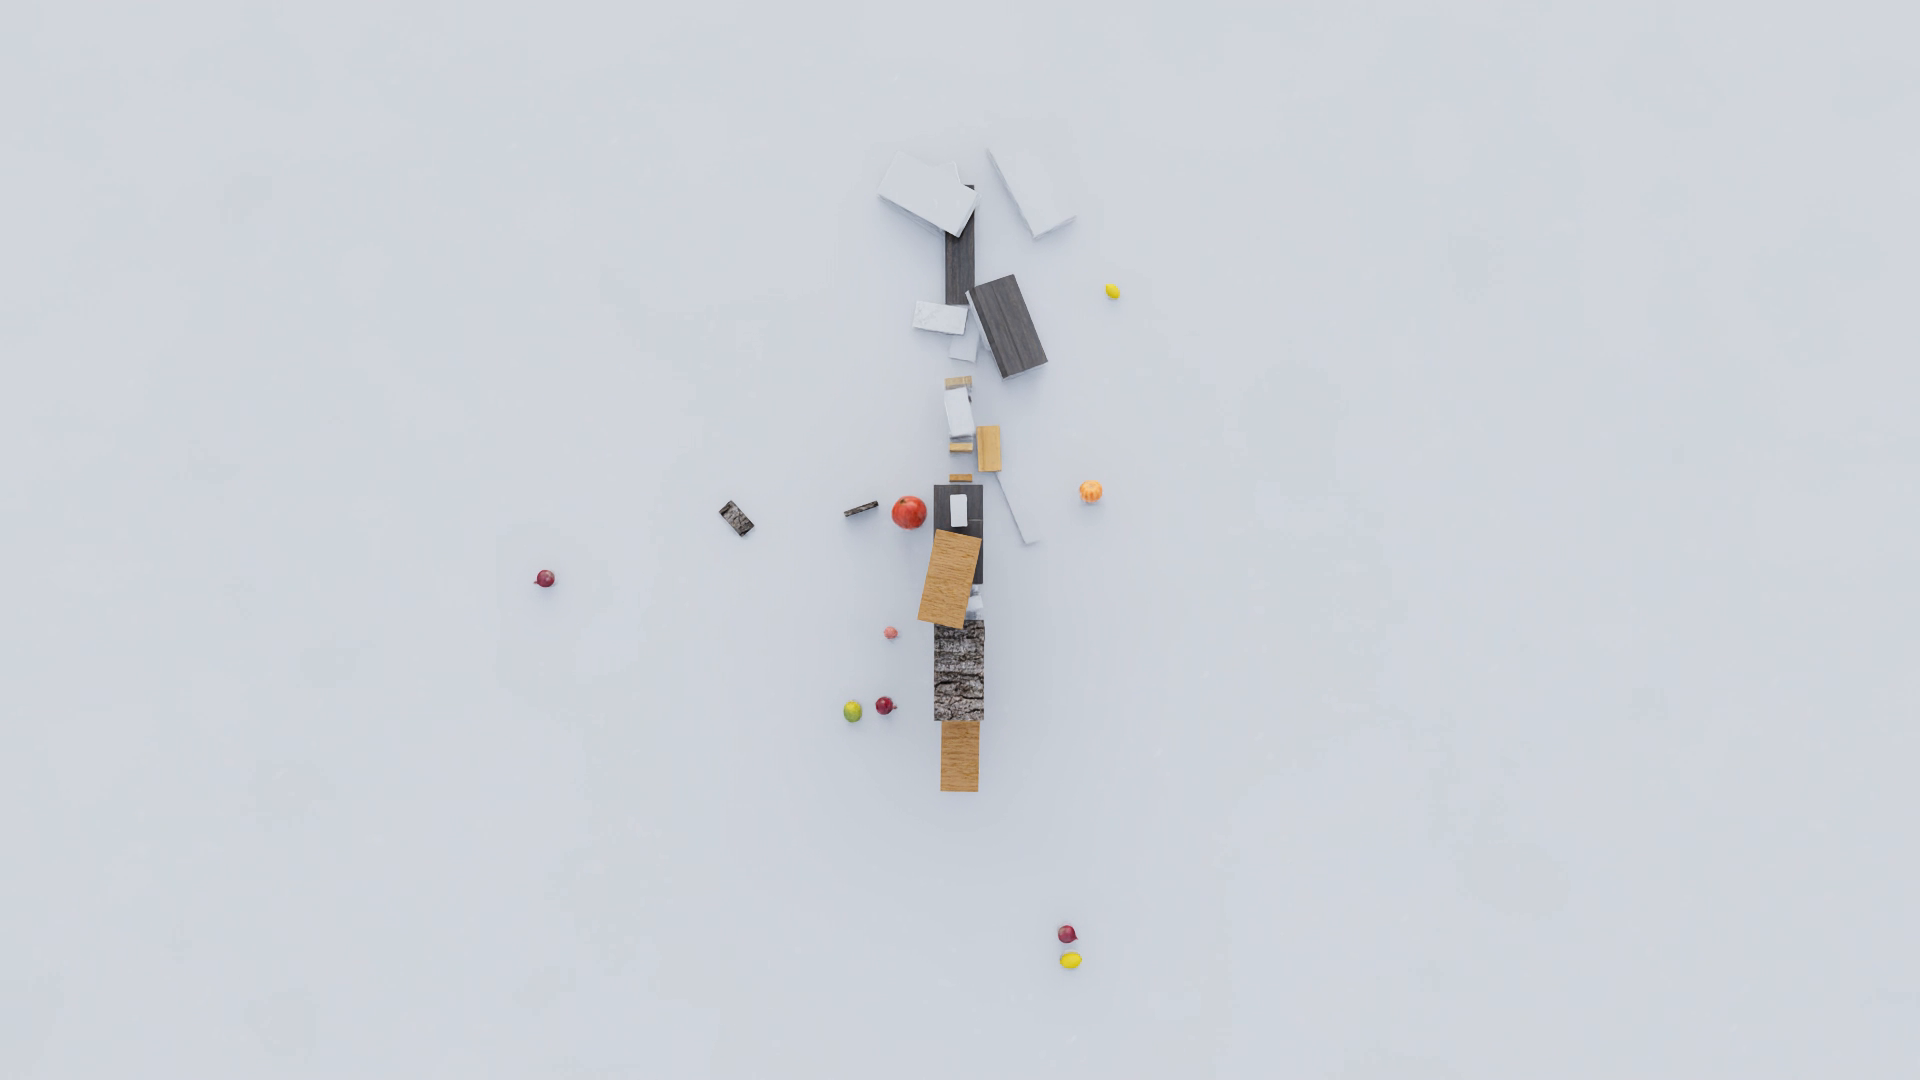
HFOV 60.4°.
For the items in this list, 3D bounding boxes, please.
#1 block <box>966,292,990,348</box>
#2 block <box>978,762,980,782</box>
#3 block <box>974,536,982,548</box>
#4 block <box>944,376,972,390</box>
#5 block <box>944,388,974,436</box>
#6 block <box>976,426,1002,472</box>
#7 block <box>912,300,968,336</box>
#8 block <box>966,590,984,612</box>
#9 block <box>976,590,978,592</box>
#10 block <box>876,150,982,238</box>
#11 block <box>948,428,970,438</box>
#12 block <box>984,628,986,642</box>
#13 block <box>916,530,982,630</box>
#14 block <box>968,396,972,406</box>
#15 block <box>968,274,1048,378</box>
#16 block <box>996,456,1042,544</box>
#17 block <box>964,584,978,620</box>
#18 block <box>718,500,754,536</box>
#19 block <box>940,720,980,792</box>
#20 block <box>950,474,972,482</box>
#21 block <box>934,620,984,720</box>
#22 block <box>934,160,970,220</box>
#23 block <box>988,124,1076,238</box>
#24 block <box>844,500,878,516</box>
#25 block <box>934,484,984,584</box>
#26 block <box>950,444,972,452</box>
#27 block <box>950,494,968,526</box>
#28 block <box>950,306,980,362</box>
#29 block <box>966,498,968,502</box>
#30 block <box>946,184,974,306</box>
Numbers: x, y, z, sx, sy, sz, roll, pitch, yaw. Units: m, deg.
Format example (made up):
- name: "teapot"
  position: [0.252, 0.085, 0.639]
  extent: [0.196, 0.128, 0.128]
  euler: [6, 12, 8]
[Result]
- name: "block"
  position: [0.100, -0.745, 5.466]
  extent: [0.098, 0.028, 0.196]
  euler: [-22, 91, -23]
- name: "block"
  position: [0.003, 0.738, 5.313]
  extent: [0.118, 0.373, 0.033]
  euler: [0, 90, 0]
- name: "block"
  position: [-0.001, 0.007, 5.010]
  extent: [0.136, 0.272, 0.039]
  euler: [0, 90, 0]
- name: "block"
  position: [-0.005, -0.514, 5.413]
  extent: [0.087, 0.175, 0.025]
  euler: [-7, 90, 0]
- name: "block"
  position: [-0.003, -0.415, 5.341]
  extent: [0.074, 0.021, 0.149]
  euler: [-11, 90, 0]
- name: "block"
  position: [0.097, -0.303, 5.479]
  extent: [0.076, 0.021, 0.151]
  euler: [-3, 83, 2]
- name: "block"
  position: [-0.064, -0.736, 5.472]
  extent: [0.175, 0.025, 0.087]
  euler: [11, 90, 11]
- name: "block"
  position: [-0.001, 0.195, 5.061]
  extent: [0.136, 0.376, 0.039]
  euler: [-12, 90, 0]
- name: "block"
  position: [0.000, 0.179, 5.390]
  extent: [0.110, 0.220, 0.031]
  euler: [0, 90, 0]
- name: "block"
  position: [-0.103, -1.140, 5.434]
  extent: [0.312, 0.044, 0.156]
  euler: [31, 98, 13]
- name: "block"
  position: [0.000, -0.358, 5.426]
  extent: [0.074, 0.148, 0.021]
  euler: [-7, 89, 0]
- name: "block"
  position: [0.001, 0.285, 5.100]
  extent: [0.149, 0.299, 0.042]
  euler: [-1, 90, 0]
- name: "block"
  position: [-0.031, 0.115, 4.854]
  extent: [0.136, 0.039, 0.272]
  euler: [12, 90, 0]
- name: "block"
  position: [0.000, -0.455, 5.426]
  extent: [0.074, 0.149, 0.021]
  euler: [-7, 90, 0]
- name: "block"
  position: [0.160, -0.706, 5.446]
  extent: [0.156, 0.044, 0.312]
  euler: [-22, 91, -23]
- name: "block"
  position: [0.189, -0.132, 5.492]
  extent: [0.057, 0.016, 0.296]
  euler: [-23, 90, 0]
- name: "block"
  position: [-0.001, 0.252, 5.265]
  extent: [0.110, 0.031, 0.220]
  euler: [-1, 90, 0]
- name: "block"
  position: [-0.744, -0.071, 5.492]
  extent: [0.057, 0.016, 0.114]
  euler: [-42, 90, 0]
- name: "block"
  position: [0.000, 0.659, 5.110]
  extent: [0.118, 0.033, 0.236]
  euler: [1, 90, 0]
- name: "block"
  position: [0.003, -0.203, 5.424]
  extent: [0.076, 0.151, 0.021]
  euler: [0, 90, 0]
- name: "block"
  position: [-0.003, 0.389, 4.929]
  extent: [0.149, 0.042, 0.299]
  euler: [0, 90, 0]
- name: "block"
  position: [-0.041, -1.143, 5.455]
  extent: [0.098, 0.028, 0.196]
  euler: [-15, 86, 14]
- name: "block"
  position: [0.239, -1.191, 5.478]
  extent: [0.156, 0.044, 0.339]
  euler: [-28, 90, 0]
- name: "block"
  position: [-0.328, -0.104, 5.471]
  extent: [0.114, 0.057, 0.016]
  euler: [-19, 90, 0]
- name: "block"
  position: [-0.005, -0.017, 5.167]
  extent: [0.155, 0.044, 0.310]
  euler: [0, 90, 0]
- name: "block"
  position: [0.003, -0.304, 5.424]
  extent: [0.076, 0.151, 0.021]
  euler: [0, 90, 0]
- name: "block"
  position: [-0.004, -0.090, 5.042]
  extent: [0.048, 0.014, 0.096]
  euler: [-3, 90, 0]
- name: "block"
  position: [0.021, -0.686, 5.488]
  extent: [0.087, 0.025, 0.175]
  euler: [10, 90, 0]
- name: "block"
  position: [-0.002, -0.123, 5.097]
  extent: [0.048, 0.096, 0.014]
  euler: [0, 90, 0]
- name: "block"
  position: [0.000, -0.981, 5.486]
  extent: [0.098, 0.028, 0.396]
  euler: [0, 90, 0]
